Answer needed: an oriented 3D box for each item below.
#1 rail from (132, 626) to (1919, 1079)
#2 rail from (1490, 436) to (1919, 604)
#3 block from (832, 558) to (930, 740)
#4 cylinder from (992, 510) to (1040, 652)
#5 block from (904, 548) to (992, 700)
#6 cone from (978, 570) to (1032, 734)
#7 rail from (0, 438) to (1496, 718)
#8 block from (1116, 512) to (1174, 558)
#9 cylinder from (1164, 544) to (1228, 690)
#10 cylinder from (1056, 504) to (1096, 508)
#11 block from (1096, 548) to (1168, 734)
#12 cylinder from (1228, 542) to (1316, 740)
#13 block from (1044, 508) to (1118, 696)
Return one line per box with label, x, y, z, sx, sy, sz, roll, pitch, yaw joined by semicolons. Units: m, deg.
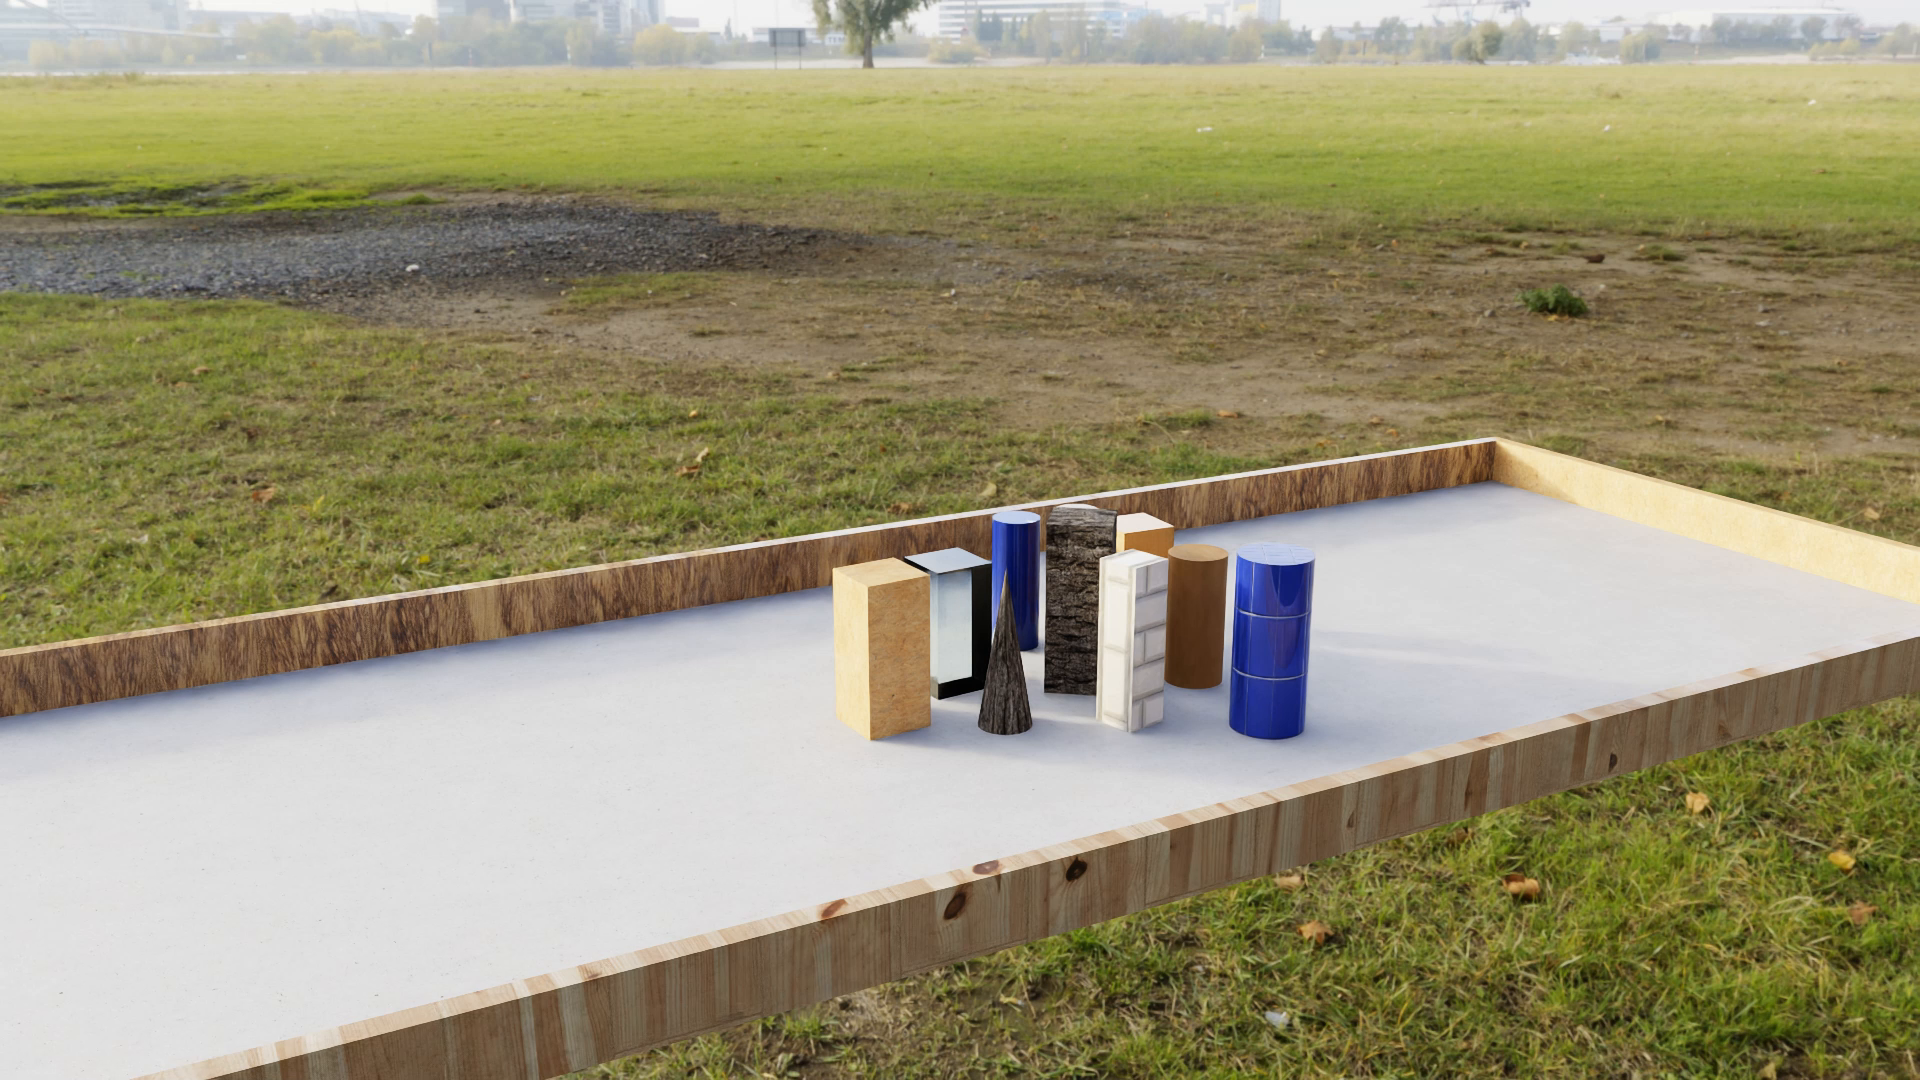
rail;-2.336;1.006;1.665;12.000;0.150;0.050;-9;18;-27
rail;2.466;-0.048;5.253;0.050;0.150;2.100;-9;18;-27
block;-0.181;0.251;3.842;0.163;0.371;0.163;-10;19;-31
cylinder;0.148;0.109;4.364;0.126;0.350;0.126;0;16;0
block;-0.030;0.205;4.083;0.157;0.325;0.157;-10;19;-31
cone;0.106;0.247;3.826;0.129;0.388;0.129;0;16;0
rail;-3.305;0.497;3.399;12.000;0.150;0.050;-9;18;-27
block;0.454;0.120;4.340;0.150;0.343;0.150;-8;18;-25
cylinder;0.588;0.190;4.119;0.147;0.332;0.147;0;16;0
cylinder;0.323;0.061;4.612;0.123;0.302;0.123;0;16;0
block;0.401;0.235;3.846;0.111;0.400;0.111;-14;22;-40
cylinder;0.720;0.233;3.817;0.177;0.420;0.177;0;16;0
block;0.298;0.151;4.075;0.159;0.432;0.159;3;17;9
